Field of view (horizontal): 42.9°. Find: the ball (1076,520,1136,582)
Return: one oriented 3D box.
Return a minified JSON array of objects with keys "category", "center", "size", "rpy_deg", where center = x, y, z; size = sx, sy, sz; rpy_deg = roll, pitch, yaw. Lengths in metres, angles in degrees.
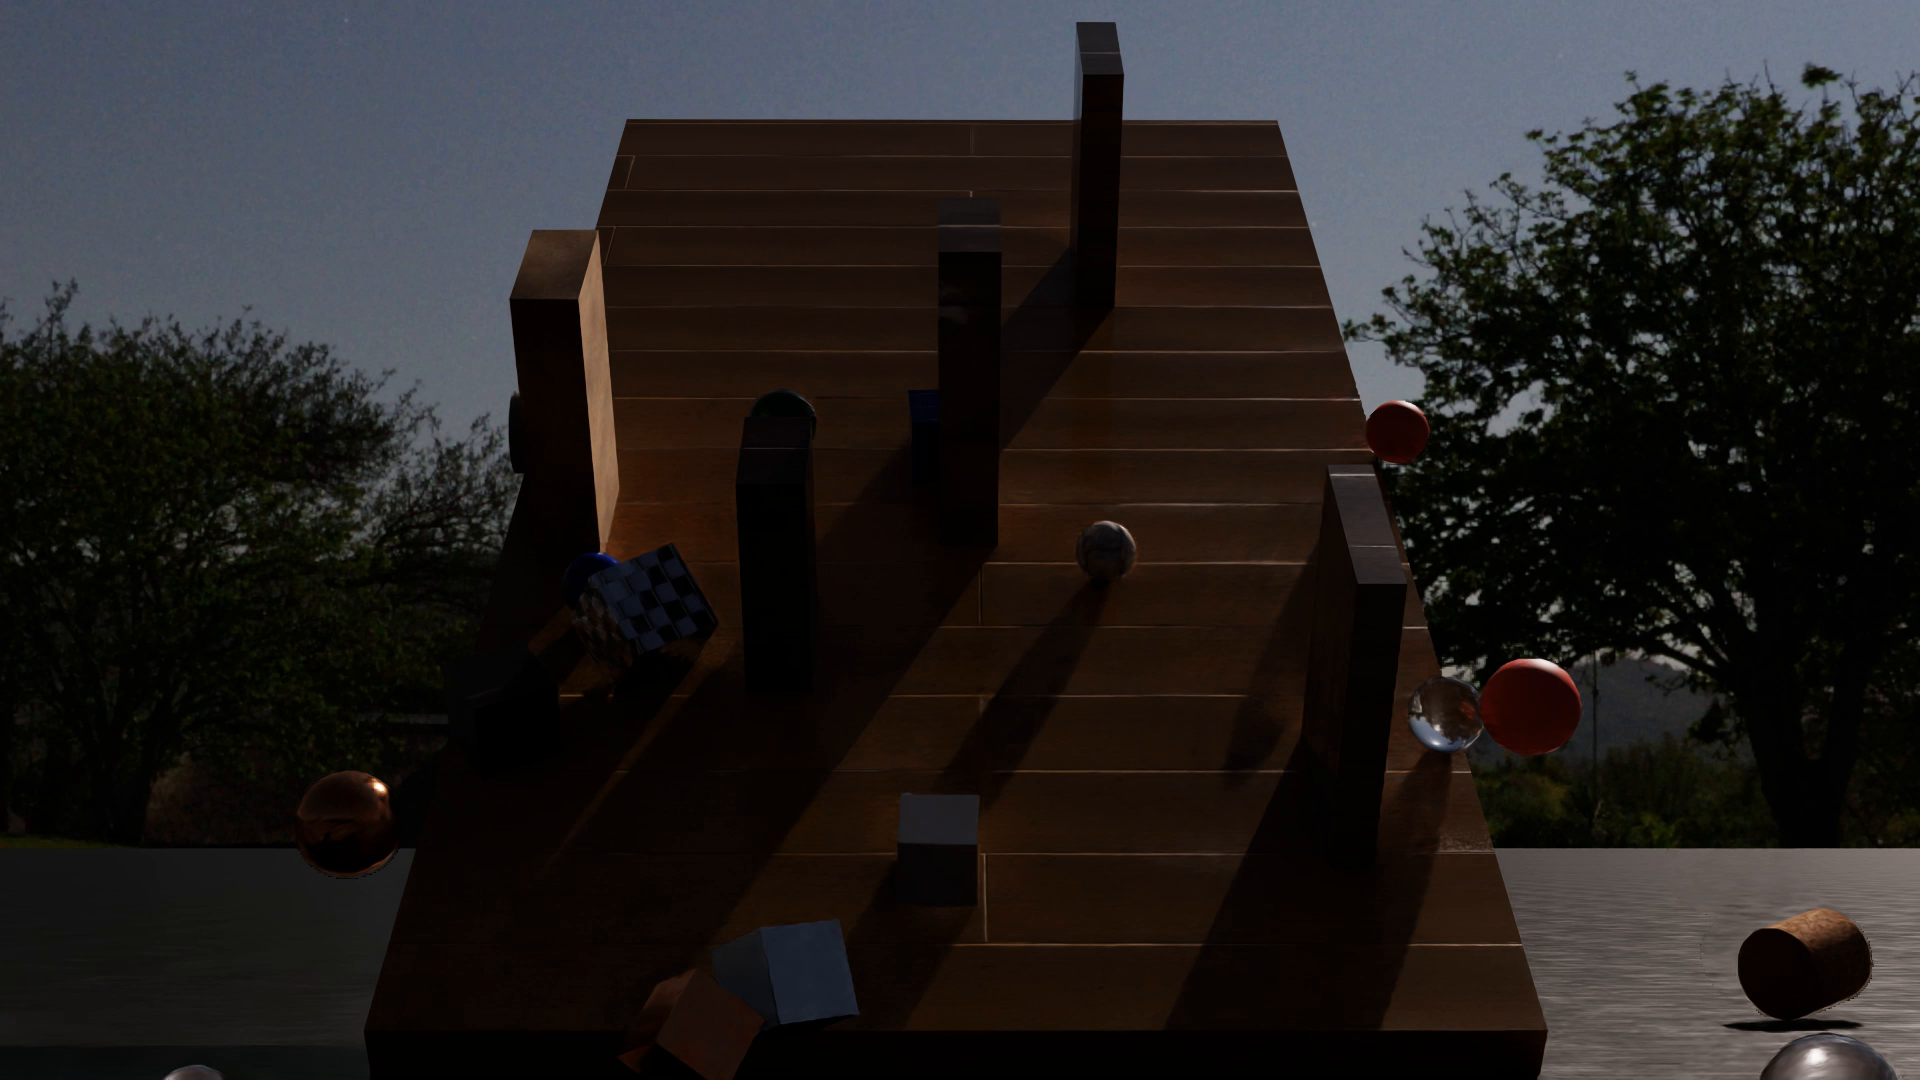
[{"category":"ball","center":[0.316,0.024,5.296],"size":[0.130,0.130,0.130],"rpy_deg":[0,-7,0]}]

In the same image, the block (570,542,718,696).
[{"category":"block","center":[-0.639,0.161,4.940],"size":[0.193,0.193,0.193],"rpy_deg":[-23,-17,-32]}]

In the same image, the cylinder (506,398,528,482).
[{"category":"cylinder","center":[-0.934,-0.251,5.669],"size":[0.192,0.192,0.192],"rpy_deg":[-13,-4,-13]}]

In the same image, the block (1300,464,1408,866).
[{"category":"block","center":[0.719,0.230,4.507],"size":[0.085,0.620,0.403],"rpy_deg":[0,32,0]}]

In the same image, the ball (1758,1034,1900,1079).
[{"category":"ball","center":[1.030,0.669,2.893],"size":[0.169,0.169,0.169],"rpy_deg":[0,-7,0]}]

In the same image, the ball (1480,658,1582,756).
[{"category":"ball","center":[1.074,0.314,4.603],"size":[0.185,0.185,0.185],"rpy_deg":[0,-7,0]}]

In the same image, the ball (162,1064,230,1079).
[{"category":"ball","center":[-0.968,0.721,3.089],"size":[0.114,0.114,0.114],"rpy_deg":[0,-7,0]}]

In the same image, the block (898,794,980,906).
[{"category":"block","center":[-0.038,0.560,4.425],"size":[0.142,0.142,0.142],"rpy_deg":[1,32,1]}]

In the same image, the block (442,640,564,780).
[{"category":"block","center":[-0.890,0.331,4.761],"size":[0.169,0.169,0.169],"rpy_deg":[-17,36,-26]}]

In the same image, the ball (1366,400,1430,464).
[{"category":"ball","center":[1.028,-0.254,5.745],"size":[0.147,0.147,0.147],"rpy_deg":[0,-7,0]}]

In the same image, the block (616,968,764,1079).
[{"category":"block","center":[-0.396,0.730,3.588],"size":[0.130,0.130,0.130],"rpy_deg":[40,-37,-15]}]

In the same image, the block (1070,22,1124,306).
[{"category":"block","center":[0.355,-0.986,6.426],"size":[0.103,0.645,0.371],"rpy_deg":[0,32,0]}]

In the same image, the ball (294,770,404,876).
[{"category":"ball","center":[-1.114,0.517,4.461],"size":[0.192,0.192,0.192],"rpy_deg":[0,-7,0]}]

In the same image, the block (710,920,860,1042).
[{"category":"block","center":[-0.277,0.694,3.841],"size":[0.151,0.151,0.151],"rpy_deg":[1,-22,-39]}]

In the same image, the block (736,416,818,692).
[{"category":"block","center":[-0.366,0.030,4.940],"size":[0.133,0.492,0.263],"rpy_deg":[0,32,0]}]

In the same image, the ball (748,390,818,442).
[{"category":"ball","center":[-0.404,-0.263,5.564],"size":[0.159,0.159,0.159],"rpy_deg":[0,-7,0]}]

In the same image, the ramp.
[{"category":"ramp","center":[-0.015,-0.190,5.853],"size":[2.000,0.100,4.000],"rpy_deg":[0,32,0]}]

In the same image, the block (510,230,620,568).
[{"category":"block","center":[-0.854,-0.306,5.324],"size":[0.141,0.652,0.336],"rpy_deg":[0,32,0]}]

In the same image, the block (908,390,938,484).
[{"category":"block","center":[-0.036,-0.243,5.694],"size":[0.159,0.159,0.159],"rpy_deg":[-2,32,-4]}]

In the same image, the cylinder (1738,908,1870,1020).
[{"category":"cylinder","center":[1.872,0.940,5.426],"size":[0.205,0.205,0.205],"rpy_deg":[-8,0,-39]}]

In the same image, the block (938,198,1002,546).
[{"category":"block","center":[0.019,-0.364,5.362],"size":[0.131,0.717,0.274],"rpy_deg":[0,32,0]}]

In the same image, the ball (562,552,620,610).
[{"category":"ball","center":[-0.767,0.098,5.157],"size":[0.144,0.144,0.144],"rpy_deg":[0,-7,0]}]

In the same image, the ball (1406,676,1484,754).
[{"category":"ball","center":[0.949,0.341,4.775],"size":[0.151,0.151,0.151],"rpy_deg":[0,-7,0]}]
